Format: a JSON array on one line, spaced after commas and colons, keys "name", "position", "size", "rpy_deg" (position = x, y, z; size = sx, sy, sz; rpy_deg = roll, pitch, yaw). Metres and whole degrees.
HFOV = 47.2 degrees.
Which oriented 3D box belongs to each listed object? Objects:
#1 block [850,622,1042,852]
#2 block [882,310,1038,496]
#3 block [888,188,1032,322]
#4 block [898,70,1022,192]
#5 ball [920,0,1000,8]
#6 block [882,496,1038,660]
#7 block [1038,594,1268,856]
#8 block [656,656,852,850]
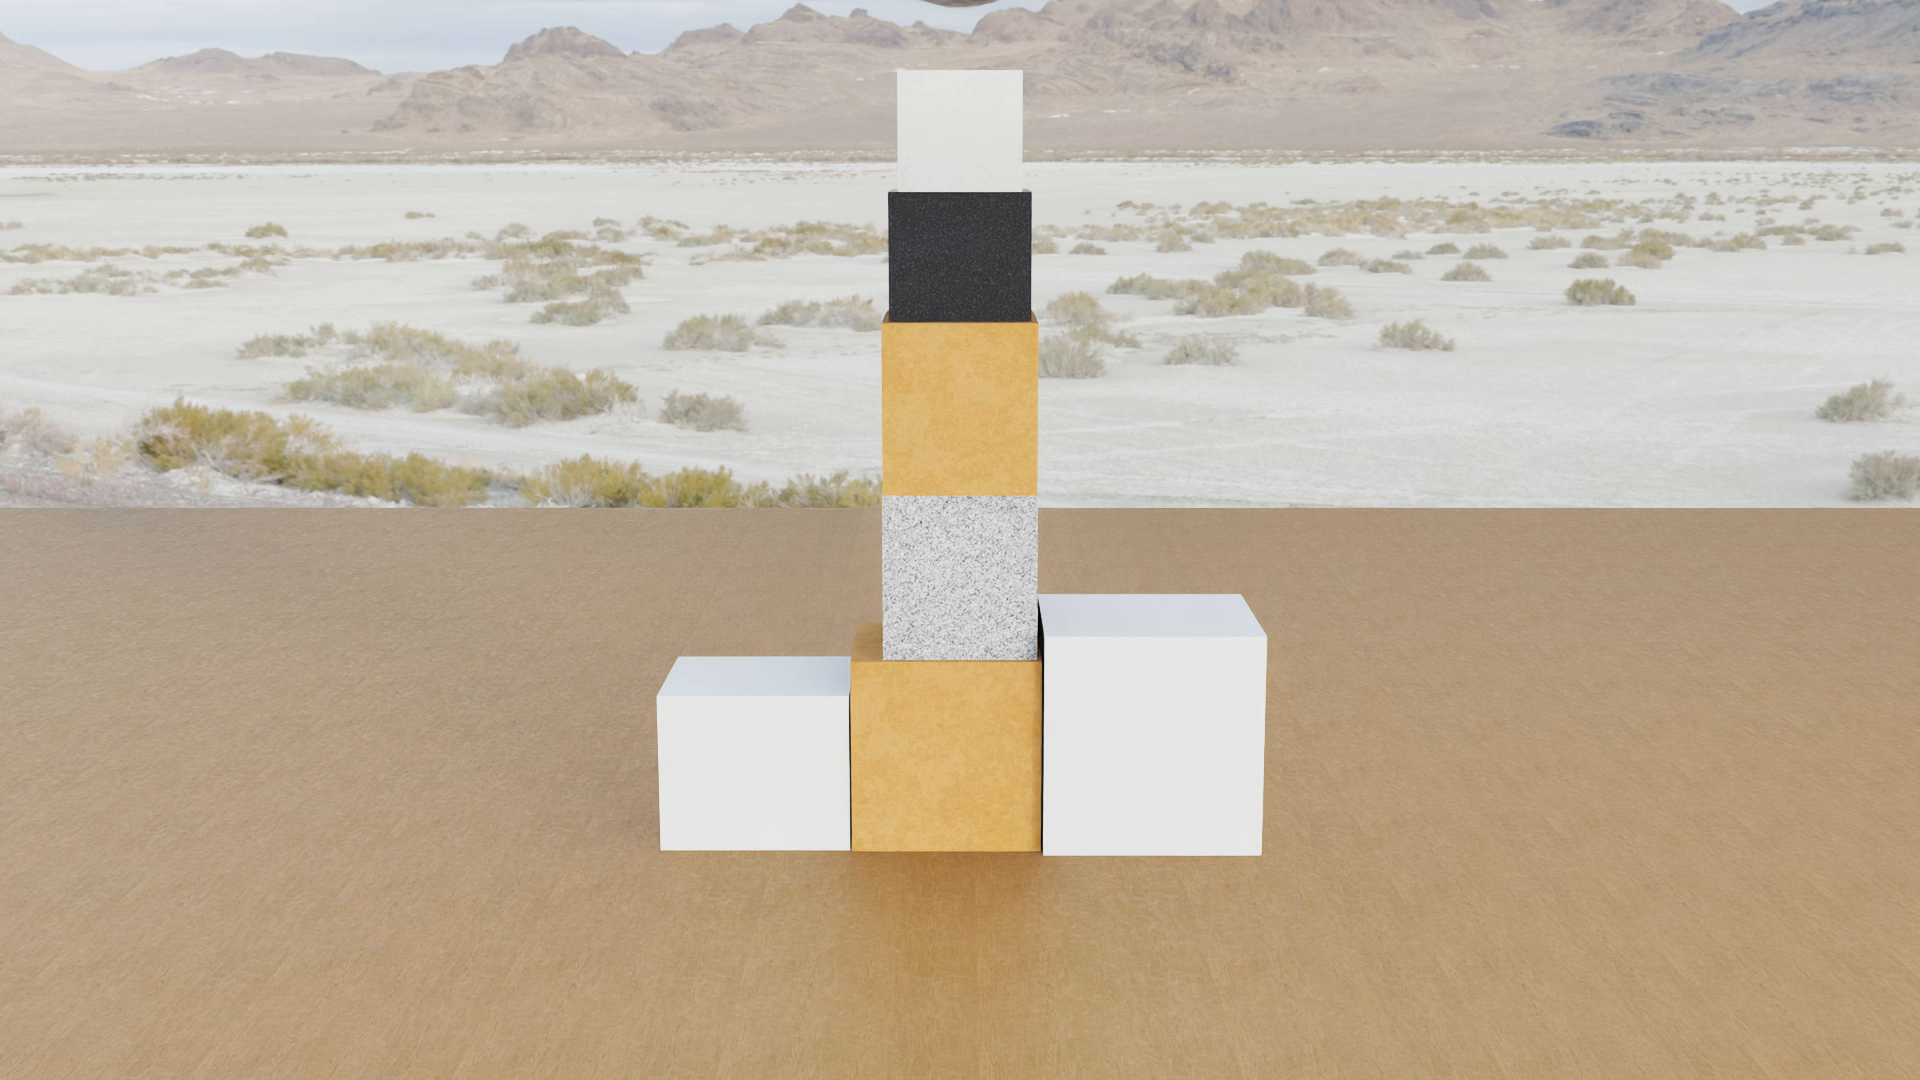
[{"name": "block", "position": [-0.068, 0.999, 11.355], "size": [0.944, 0.972, 0.900], "rpy_deg": [0, 10, 0]}, {"name": "block", "position": [0.000, -0.699, 11.035], "size": [0.755, 0.839, 0.791], "rpy_deg": [0, 10, 0]}, {"name": "block", "position": [0.000, -1.423, 10.931], "size": [0.691, 0.622, 0.665], "rpy_deg": [0, 10, 0]}, {"name": "block", "position": [0.000, -2.011, 10.831], "size": [0.595, 0.571, 0.704], "rpy_deg": [0, 10, 0]}, {"name": "ball", "position": [0.000, -4.588, 15.586], "size": [1.600, 1.600, 1.600], "rpy_deg": [0, 10, 0]}, {"name": "block", "position": [0.000, 0.114, 11.203], "size": [0.761, 0.822, 0.830], "rpy_deg": [0, 10, 0]}, {"name": "block", "position": [0.957, 0.929, 11.338], "size": [1.085, 1.115, 1.017], "rpy_deg": [0, 10, 0]}, {"name": "block", "position": [-1.025, 1.088, 11.361], "size": [0.950, 0.795, 0.844], "rpy_deg": [0, 10, 0]}]
